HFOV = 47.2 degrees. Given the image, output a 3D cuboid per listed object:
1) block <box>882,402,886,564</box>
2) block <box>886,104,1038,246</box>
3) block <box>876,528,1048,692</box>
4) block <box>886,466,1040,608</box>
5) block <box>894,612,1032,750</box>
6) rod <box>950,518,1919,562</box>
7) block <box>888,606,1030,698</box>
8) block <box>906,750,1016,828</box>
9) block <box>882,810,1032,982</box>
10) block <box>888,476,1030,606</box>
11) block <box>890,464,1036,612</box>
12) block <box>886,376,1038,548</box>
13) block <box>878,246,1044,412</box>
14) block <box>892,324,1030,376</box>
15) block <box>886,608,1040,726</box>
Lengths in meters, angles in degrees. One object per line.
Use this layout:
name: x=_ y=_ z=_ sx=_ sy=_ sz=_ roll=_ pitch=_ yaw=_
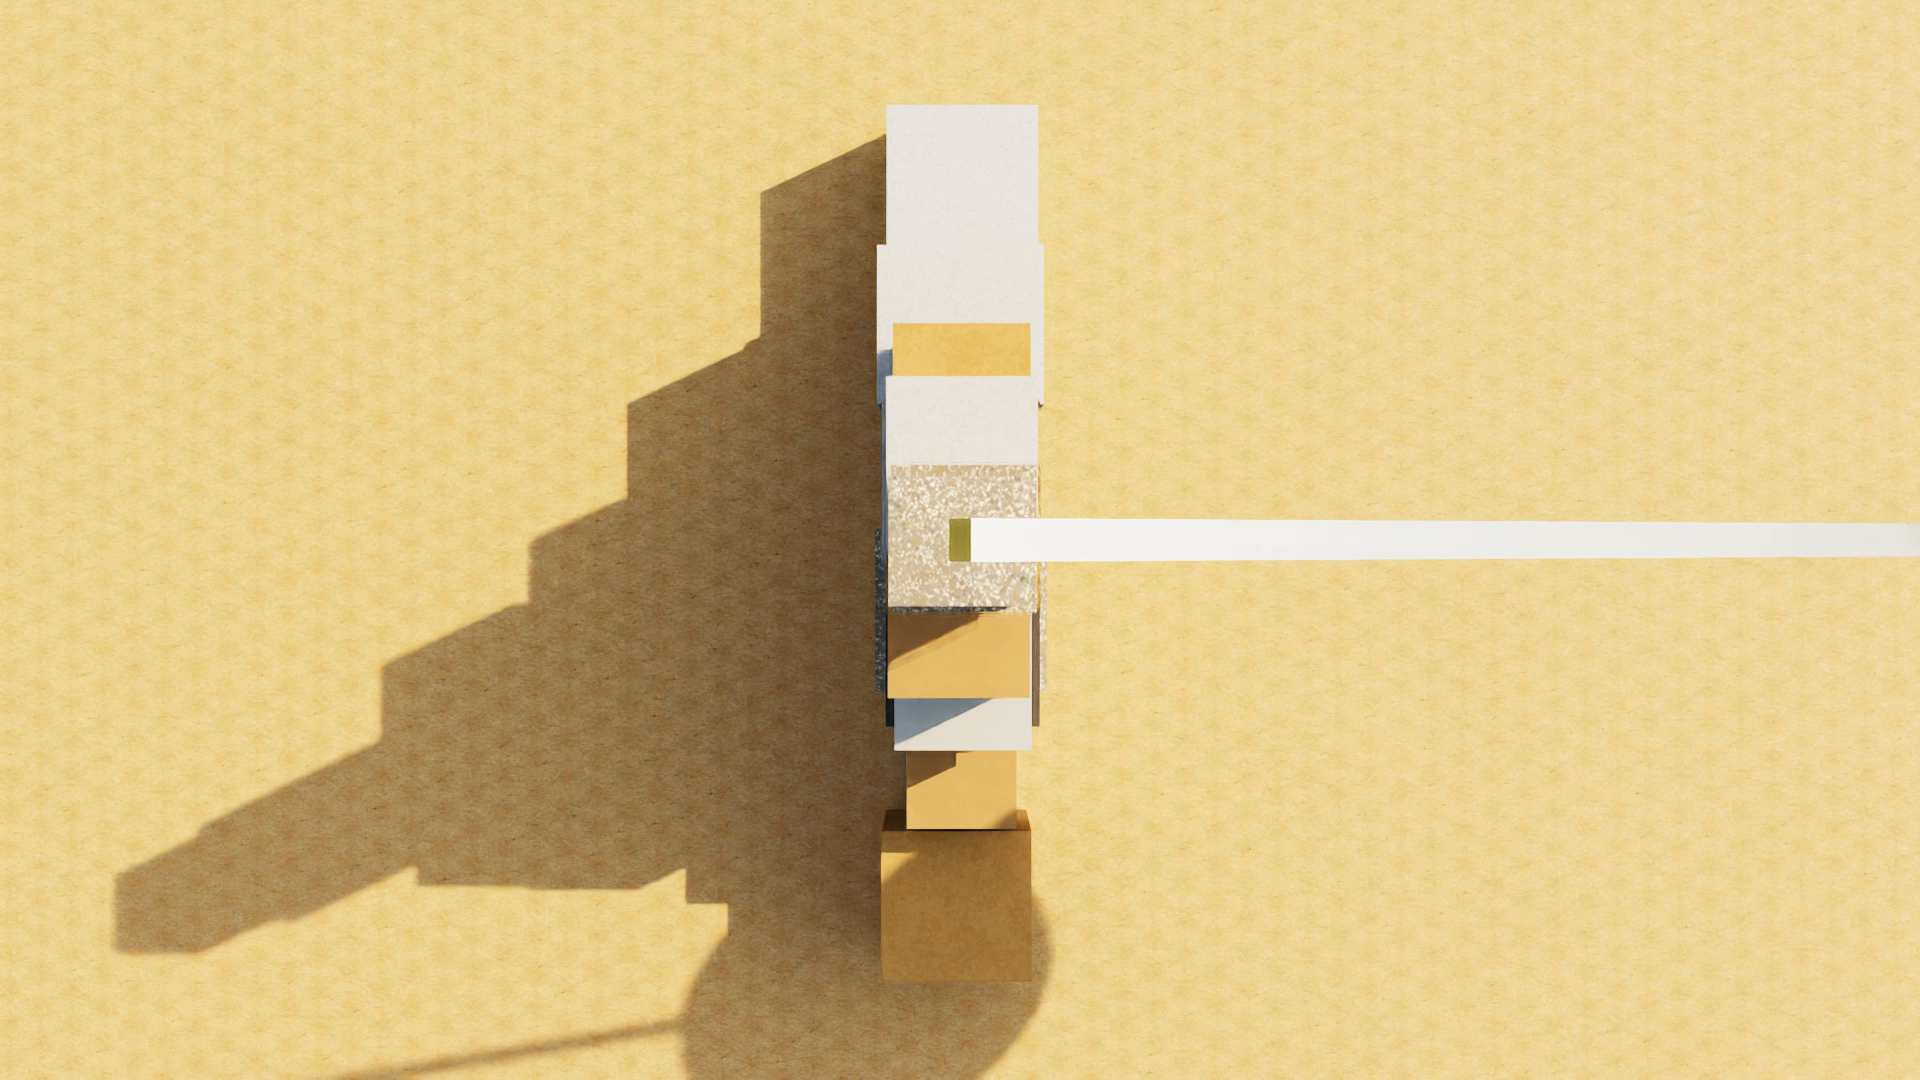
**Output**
block: x=-0.004 y=-0.286 z=11.691 sx=0.798 sy=0.794 sz=0.829 roll=0 pitch=89 yaw=0
block: x=0.015 y=-1.986 z=12.601 sx=0.843 sy=0.798 sz=0.860 roll=0 pitch=90 yaw=0
block: x=0.006 y=0.382 z=12.541 sx=0.944 sy=0.917 sz=0.900 roll=0 pitch=90 yaw=0
block: x=0.016 y=-0.007 z=10.933 sx=0.749 sy=0.610 sz=0.685 roll=0 pitch=89 yaw=0
block: x=0.015 y=0.687 z=10.958 sx=0.666 sy=0.554 sz=0.669 roll=0 pitch=90 yaw=0
rod: x=2.234 y=0.000 z=5.399 sx=5.200 sy=0.080 sz=0.080 roll=0 pitch=90 yaw=-31
block: x=-0.006 y=0.390 z=10.321 sx=0.647 sy=0.605 sz=0.629 roll=0 pitch=93 yaw=0
block: x=0.009 y=1.245 z=11.951 sx=0.579 sy=0.674 sz=0.562 roll=0 pitch=90 yaw=0
block: x=-0.020 y=2.004 z=12.513 sx=0.822 sy=0.974 sz=0.823 roll=0 pitch=90 yaw=0
block: x=-0.004 y=0.000 z=8.379 sx=0.520 sy=0.529 sz=0.478 roll=0 pitch=91 yaw=0
block: x=0.015 y=-0.013 z=8.958 sx=0.573 sy=0.628 sz=0.579 roll=0 pitch=91 yaw=0
block: x=0.008 y=-0.341 z=10.226 sx=0.676 sy=0.817 sz=0.763 roll=0 pitch=89 yaw=0
block: x=0.003 y=-1.118 z=11.781 sx=0.866 sy=0.734 sz=0.825 roll=0 pitch=90 yaw=0
block: x=0.009 y=-0.711 z=11.008 sx=0.671 sy=0.590 sz=0.669 roll=0 pitch=87 yaw=0
block: x=0.014 y=0.550 z=11.659 sx=0.787 sy=0.849 sz=0.806 roll=0 pitch=90 yaw=0
